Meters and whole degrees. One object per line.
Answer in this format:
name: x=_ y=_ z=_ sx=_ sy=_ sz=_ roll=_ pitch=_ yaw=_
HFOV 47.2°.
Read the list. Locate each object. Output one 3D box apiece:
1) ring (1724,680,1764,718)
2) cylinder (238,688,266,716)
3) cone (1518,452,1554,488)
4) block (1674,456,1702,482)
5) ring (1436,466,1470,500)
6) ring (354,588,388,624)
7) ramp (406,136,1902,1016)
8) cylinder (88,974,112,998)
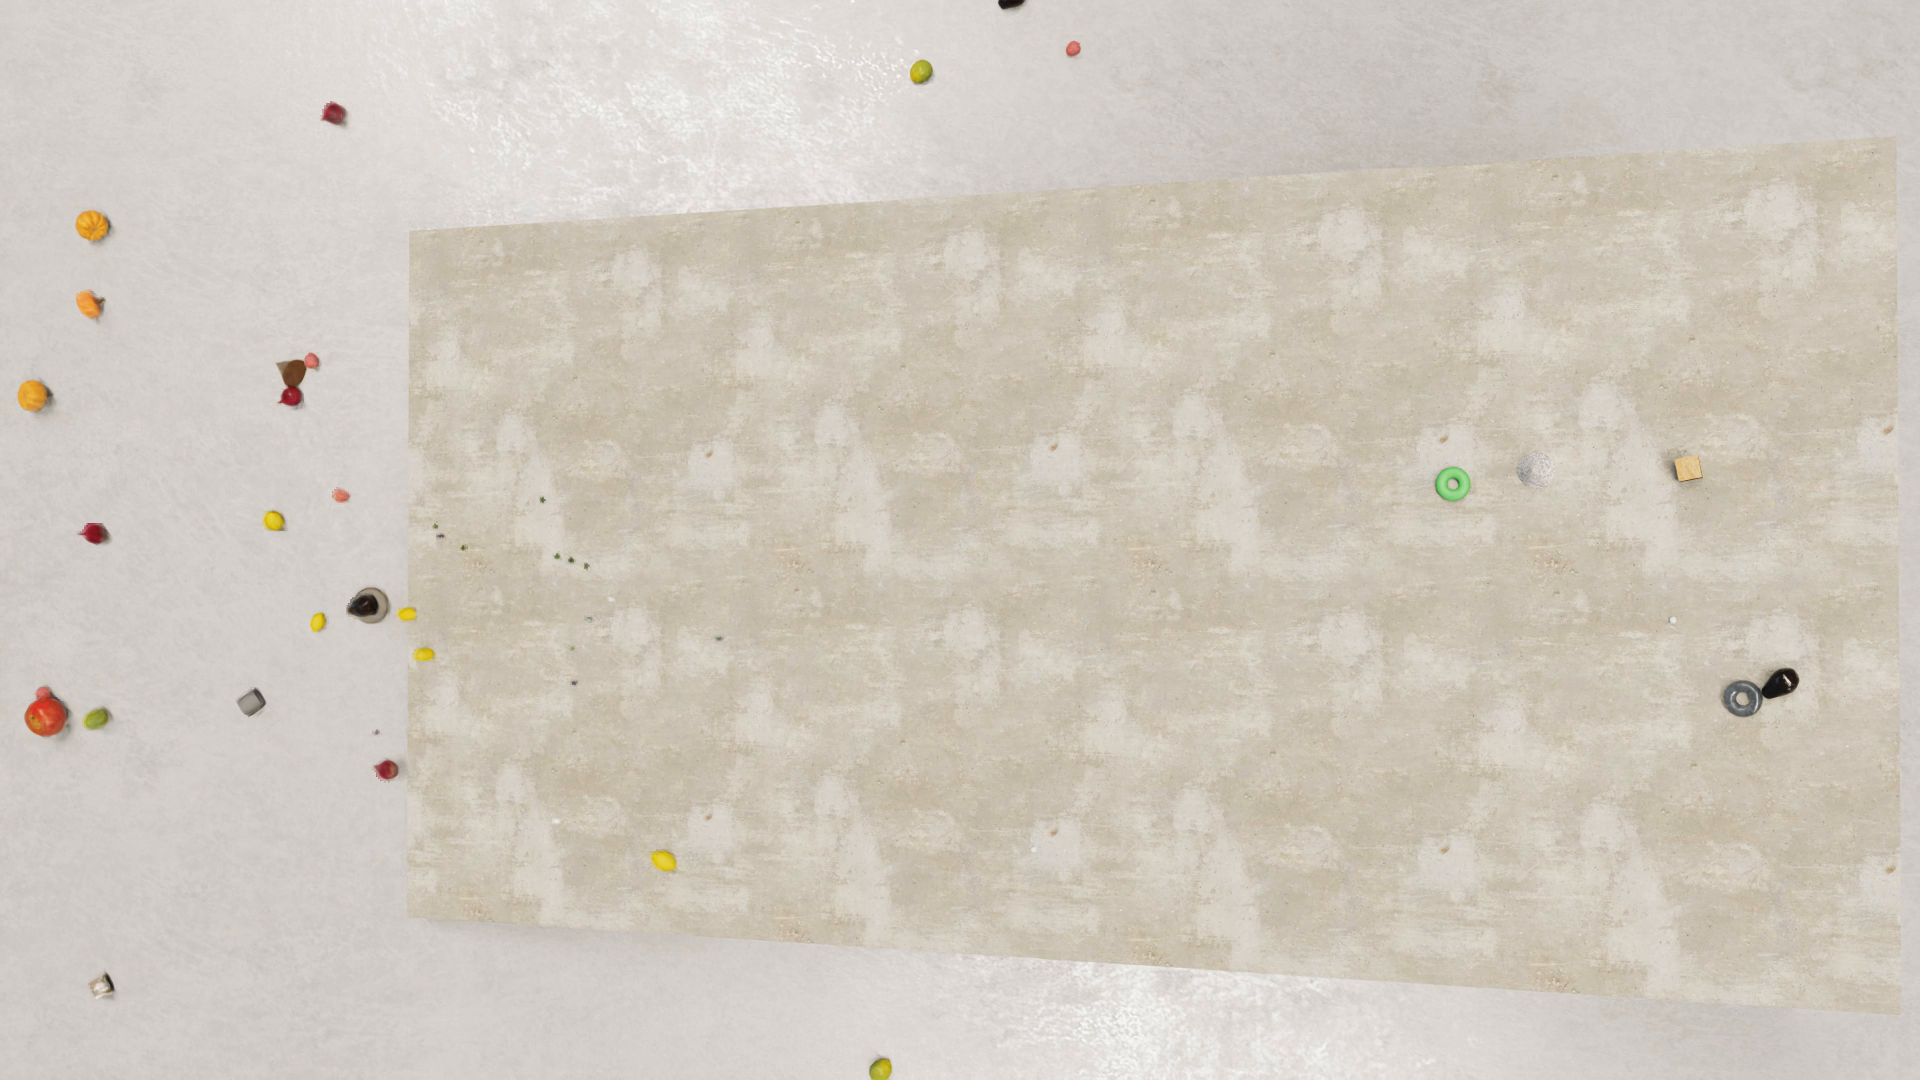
ring: x=1.818 y=0.368 z=5.104 sx=0.088 sy=0.029 sz=0.088 roll=-1 pitch=88 yaw=22
cylinder: x=-2.083 y=0.479 z=6.469 sx=0.059 sy=0.059 sz=0.059 roll=-35 pitch=89 yaw=0
cone: x=1.370 y=-0.168 z=5.248 sx=0.088 sy=0.088 sz=0.088 roll=0 pitch=89 yaw=21
block: x=1.704 y=-0.167 z=5.141 sx=0.052 sy=0.052 sz=0.052 roll=-11 pitch=85 yaw=20
ring: x=1.198 y=-0.136 z=5.344 sx=0.083 sy=0.028 sz=0.083 roll=-1 pitch=88 yaw=21
ring: x=-1.737 y=0.193 z=6.484 sx=0.107 sy=0.036 sz=0.107 roll=0 pitch=92 yaw=3
ramp: x=0.281 y=0.089 z=5.753 sx=4.000 sy=0.100 sz=2.000 roll=0 pitch=89 yaw=21
cylinder: x=-2.525 y=1.313 z=6.461 sx=0.053 sy=0.053 sz=0.053 roll=-26 pitch=89 yaw=0
